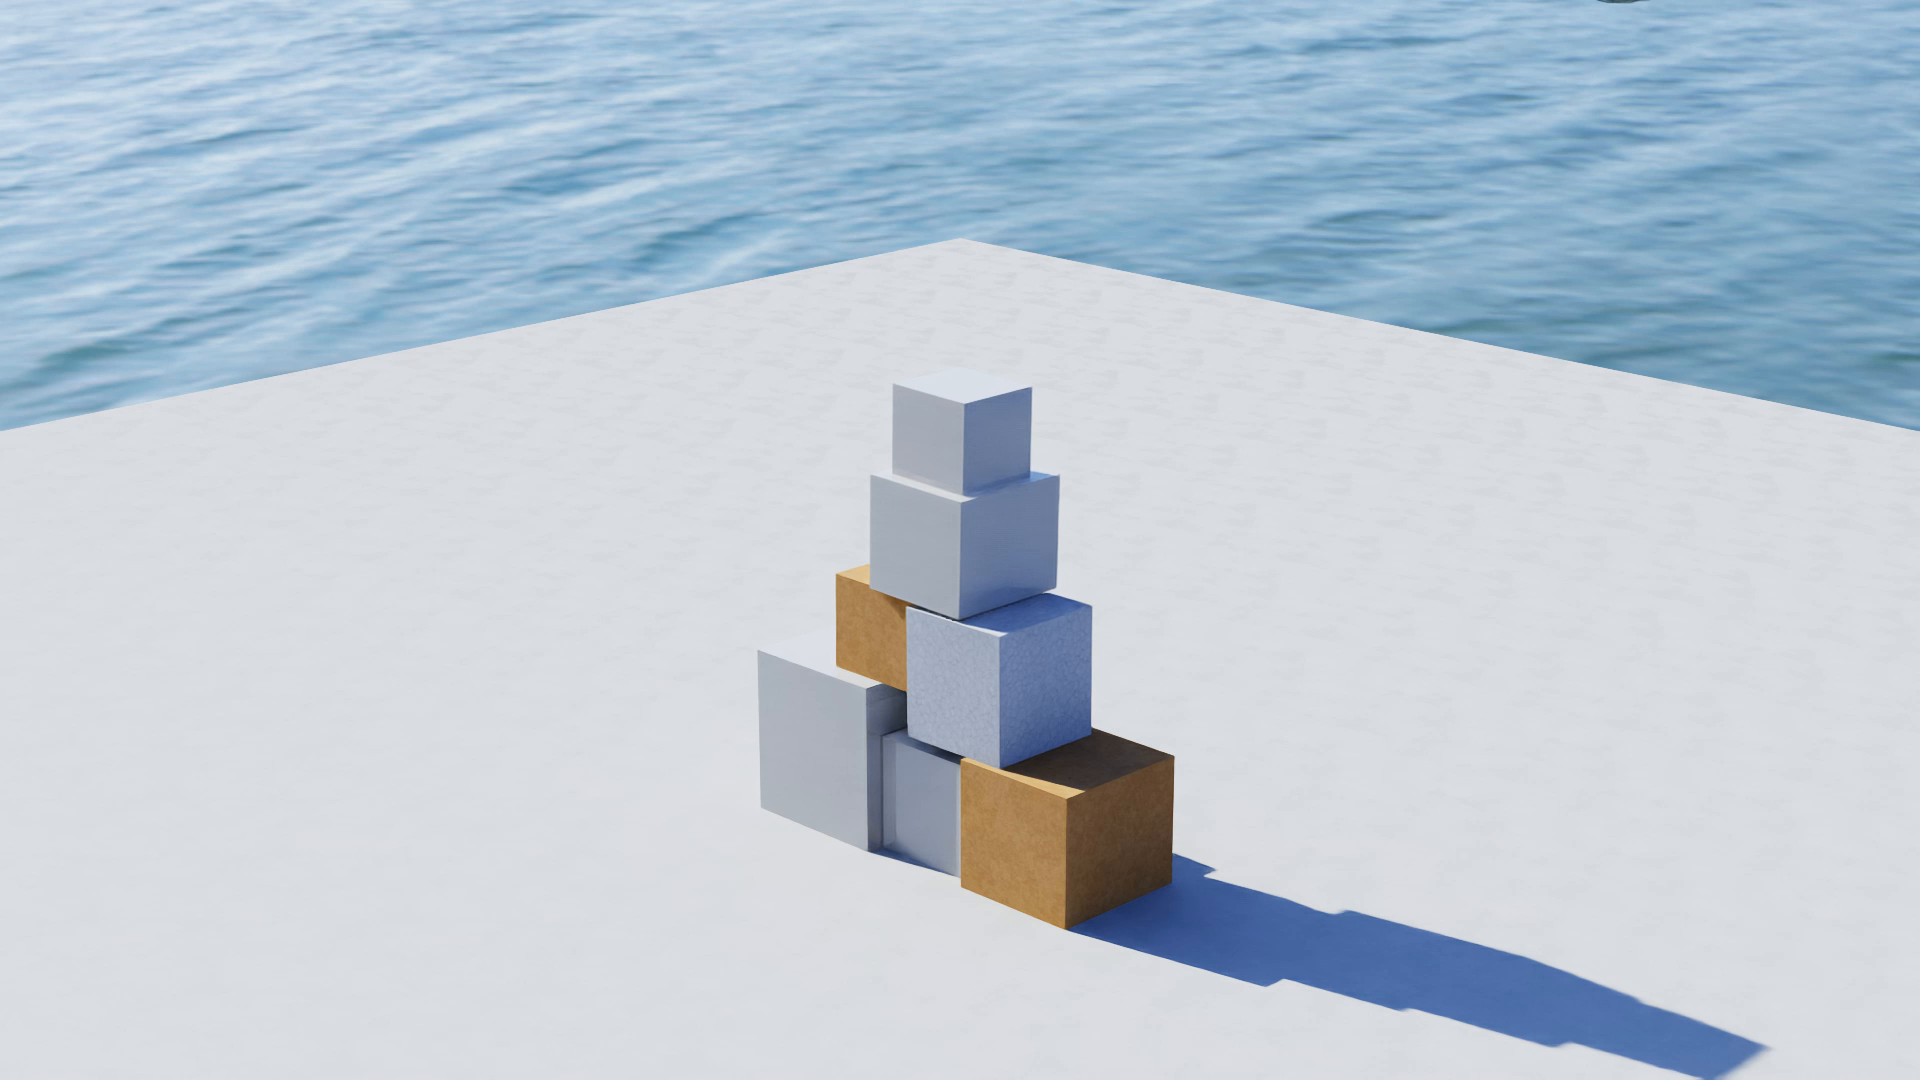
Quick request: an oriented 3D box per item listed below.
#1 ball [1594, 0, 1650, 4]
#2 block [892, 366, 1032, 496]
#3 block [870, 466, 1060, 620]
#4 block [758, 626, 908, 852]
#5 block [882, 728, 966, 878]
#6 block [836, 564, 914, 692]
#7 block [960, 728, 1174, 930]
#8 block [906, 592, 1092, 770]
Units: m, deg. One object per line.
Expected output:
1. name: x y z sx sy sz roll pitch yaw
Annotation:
1. ball: 3.645 -3.738 15.988 1.600 1.600 1.600 0 17 0
2. block: 0.009 -0.493 13.162 0.432 0.422 0.451 -17 25 -42
3. block: 0.020 -0.039 13.332 0.635 0.546 0.578 -17 25 -42
4. block: -0.428 0.909 14.095 0.766 0.814 0.755 -17 24 -42
5. block: 0.041 1.176 13.675 0.564 0.556 0.568 -17 24 -42
6. block: -0.220 0.377 13.666 0.500 0.457 0.513 -17 25 -42
7. block: 0.484 1.274 13.254 0.713 0.622 0.649 -17 24 -42
8. block: 0.180 0.597 13.333 0.603 0.622 0.586 -17 24 -42
